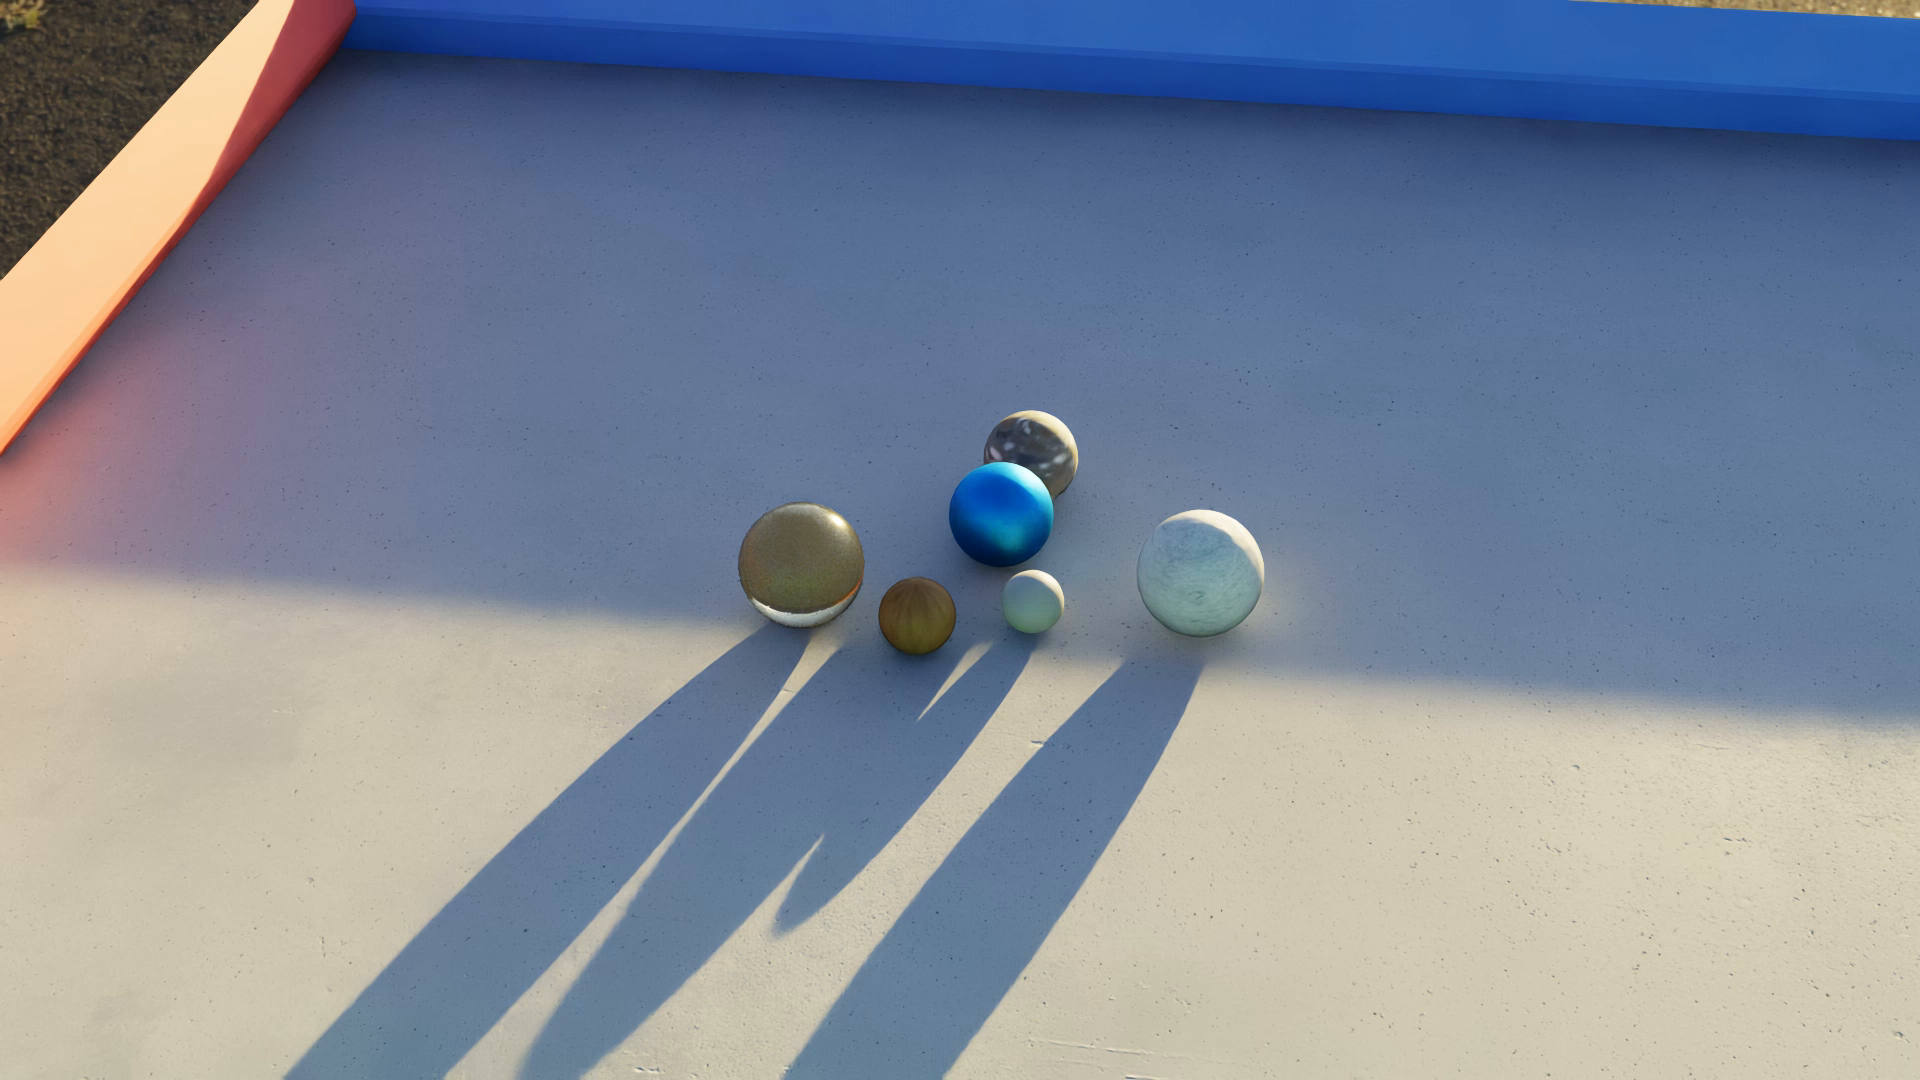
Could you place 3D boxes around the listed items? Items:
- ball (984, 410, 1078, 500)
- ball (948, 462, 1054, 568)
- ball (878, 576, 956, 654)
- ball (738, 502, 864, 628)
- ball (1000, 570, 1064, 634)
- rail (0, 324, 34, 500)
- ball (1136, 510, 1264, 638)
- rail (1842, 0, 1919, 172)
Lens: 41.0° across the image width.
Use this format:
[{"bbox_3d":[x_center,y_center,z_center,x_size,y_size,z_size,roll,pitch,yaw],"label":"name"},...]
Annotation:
[{"bbox_3d":[0.056,-0.064,2.015,0.074,0.074,0.074,0,35,0],"label":"ball"},{"bbox_3d":[0.031,-0.019,1.945,0.080,0.080,0.080,0,35,0],"label":"ball"},{"bbox_3d":[-0.031,0.055,1.858,0.057,0.057,0.057,0,35,0],"label":"ball"},{"bbox_3d":[-0.116,0.018,1.879,0.093,0.093,0.093,0,35,0],"label":"ball"},{"bbox_3d":[0.053,0.045,1.880,0.046,0.046,0.046,0,35,0],"label":"ball"},{"bbox_3d":[-0.782,-0.084,1.996,0.045,1.770,0.127,5,35,7],"label":"rail"},{"bbox_3d":[0.175,0.024,1.869,0.093,0.093,0.093,0,35,0],"label":"ball"},{"bbox_3d":[0.904,-0.449,2.525,0.045,3.195,0.127,5,35,7],"label":"rail"}]
